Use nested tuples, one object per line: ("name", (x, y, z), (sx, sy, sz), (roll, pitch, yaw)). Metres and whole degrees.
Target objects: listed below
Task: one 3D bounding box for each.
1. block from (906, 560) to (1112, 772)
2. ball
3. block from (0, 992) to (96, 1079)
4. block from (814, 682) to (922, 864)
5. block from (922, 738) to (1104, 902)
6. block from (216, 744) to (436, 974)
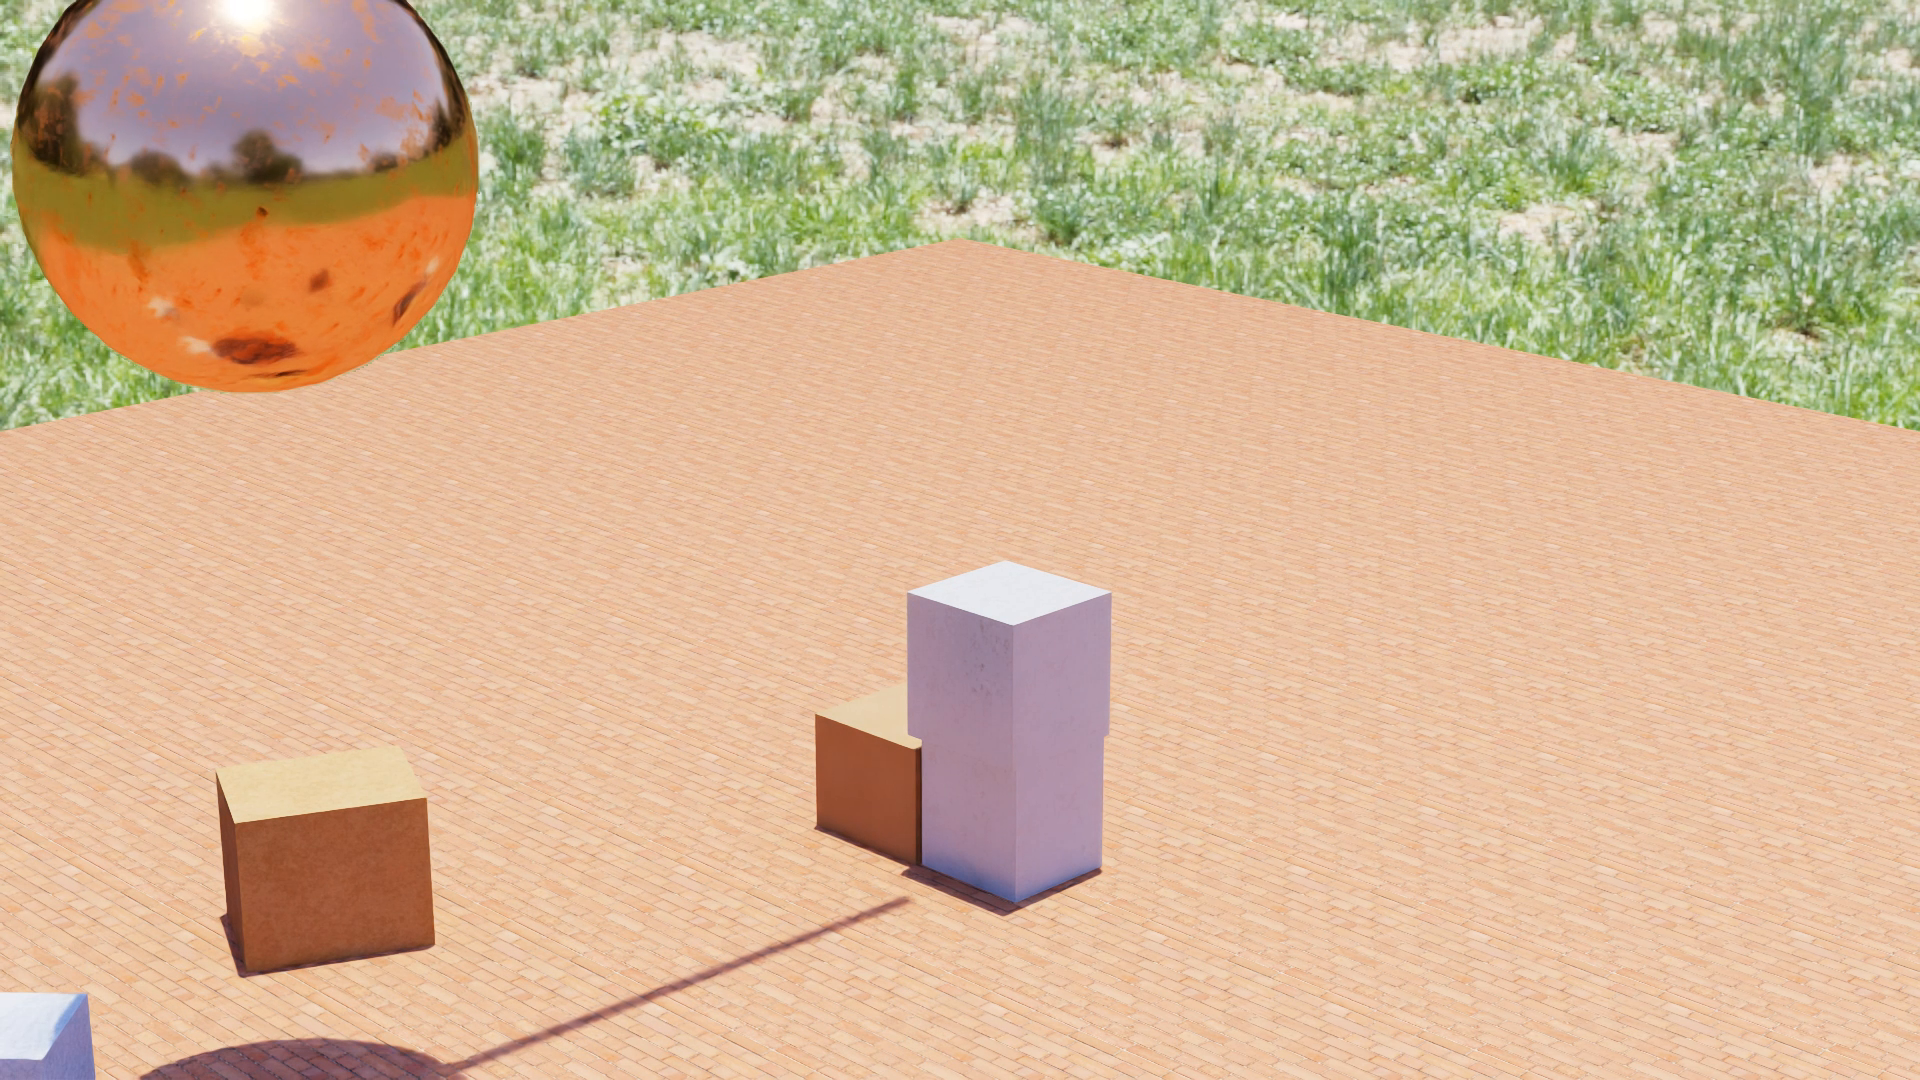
("block", (0.221, 0.560, 13.252), (0.658, 0.686, 0.644), (16, 24, 42))
("ball", (-2.499, -1.316, 10.309), (1.600, 1.600, 1.600), (0, 17, 0))
("block", (-3.619, 2.044, 11.027), (0.559, 0.488, 0.535), (0, 17, 1))
("block", (-0.220, 1.093, 13.918), (0.674, 0.570, 0.641), (16, 24, 42))
("block", (0.240, 1.195, 13.459), (0.575, 0.650, 0.601), (-17, 24, -42))
("block", (-2.773, 1.380, 12.803), (0.806, 0.690, 0.655), (-6, 19, -20))
